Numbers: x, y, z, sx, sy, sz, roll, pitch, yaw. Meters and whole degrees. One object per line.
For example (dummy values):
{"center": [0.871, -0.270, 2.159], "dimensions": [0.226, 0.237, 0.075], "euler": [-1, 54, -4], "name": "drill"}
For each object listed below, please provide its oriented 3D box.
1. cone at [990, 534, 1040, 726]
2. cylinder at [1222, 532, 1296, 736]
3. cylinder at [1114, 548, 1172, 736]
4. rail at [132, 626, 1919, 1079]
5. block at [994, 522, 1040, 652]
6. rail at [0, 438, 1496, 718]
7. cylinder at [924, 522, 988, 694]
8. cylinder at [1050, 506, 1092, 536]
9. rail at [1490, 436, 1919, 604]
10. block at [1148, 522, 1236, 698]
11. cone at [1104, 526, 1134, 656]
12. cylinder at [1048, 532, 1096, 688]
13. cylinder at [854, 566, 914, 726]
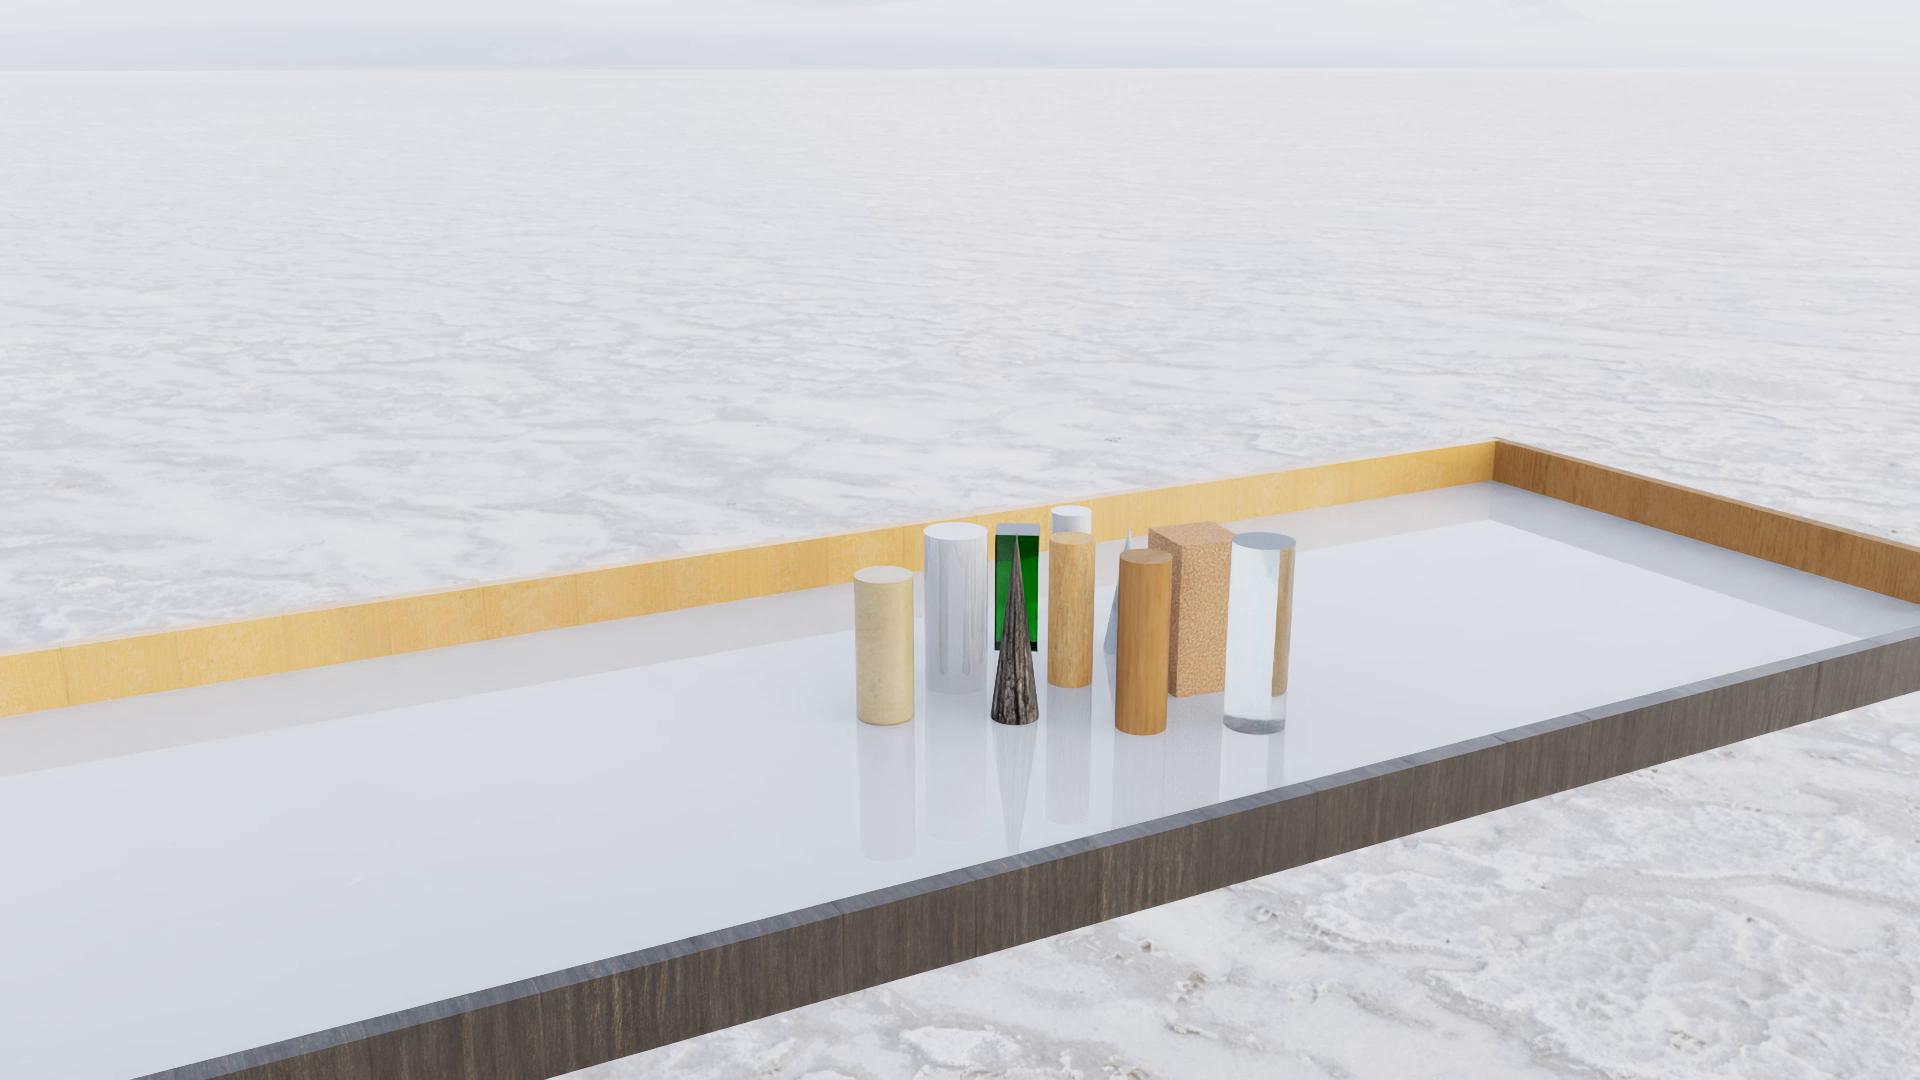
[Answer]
{"center": [0.131, 0.199, 3.865], "dimensions": [0.116, 0.458, 0.116], "euler": [0, 16, 0], "name": "cone"}
{"center": [0.693, 0.216, 3.825], "dimensions": [0.146, 0.448, 0.146], "euler": [0, 16, 0], "name": "cylinder"}
{"center": [0.424, 0.236, 3.814], "dimensions": [0.121, 0.415, 0.121], "euler": [0, 16, 0], "name": "cylinder"}
{"center": [-2.336, 1.006, 1.665], "dimensions": [12.000, 0.150, 0.050], "euler": [-9, 18, -27], "name": "rail"}
{"center": [0.151, 0.125, 4.365], "dimensions": [0.113, 0.319, 0.113], "euler": [1, 16, 4], "name": "block"}
{"center": [-3.305, 0.497, 3.399], "dimensions": [12.000, 0.150, 0.050], "euler": [-9, 18, -27], "name": "rail"}
{"center": [-0.011, 0.168, 4.080], "dimensions": [0.158, 0.396, 0.158], "euler": [0, 16, 0], "name": "cylinder"}
{"center": [0.307, 0.065, 4.594], "dimensions": [0.112, 0.304, 0.112], "euler": [0, 16, 0], "name": "cylinder"}
{"center": [2.466, -0.048, 5.253], "dimensions": [0.050, 0.150, 2.100], "euler": [-9, 18, -27], "name": "rail"}
{"center": [0.579, 0.170, 4.089], "dimensions": [0.174, 0.388, 0.174], "euler": [-6, 17, -20], "name": "block"}
{"center": [0.439, 0.124, 4.323], "dimensions": [0.120, 0.343, 0.120], "euler": [0, 16, 0], "name": "cone"}
{"center": [0.276, 0.174, 4.103], "dimensions": [0.114, 0.373, 0.114], "euler": [0, 16, 0], "name": "cylinder"}
{"center": [-0.178, 0.249, 3.885], "dimensions": [0.138, 0.351, 0.138], "euler": [0, 16, 0], "name": "cylinder"}
